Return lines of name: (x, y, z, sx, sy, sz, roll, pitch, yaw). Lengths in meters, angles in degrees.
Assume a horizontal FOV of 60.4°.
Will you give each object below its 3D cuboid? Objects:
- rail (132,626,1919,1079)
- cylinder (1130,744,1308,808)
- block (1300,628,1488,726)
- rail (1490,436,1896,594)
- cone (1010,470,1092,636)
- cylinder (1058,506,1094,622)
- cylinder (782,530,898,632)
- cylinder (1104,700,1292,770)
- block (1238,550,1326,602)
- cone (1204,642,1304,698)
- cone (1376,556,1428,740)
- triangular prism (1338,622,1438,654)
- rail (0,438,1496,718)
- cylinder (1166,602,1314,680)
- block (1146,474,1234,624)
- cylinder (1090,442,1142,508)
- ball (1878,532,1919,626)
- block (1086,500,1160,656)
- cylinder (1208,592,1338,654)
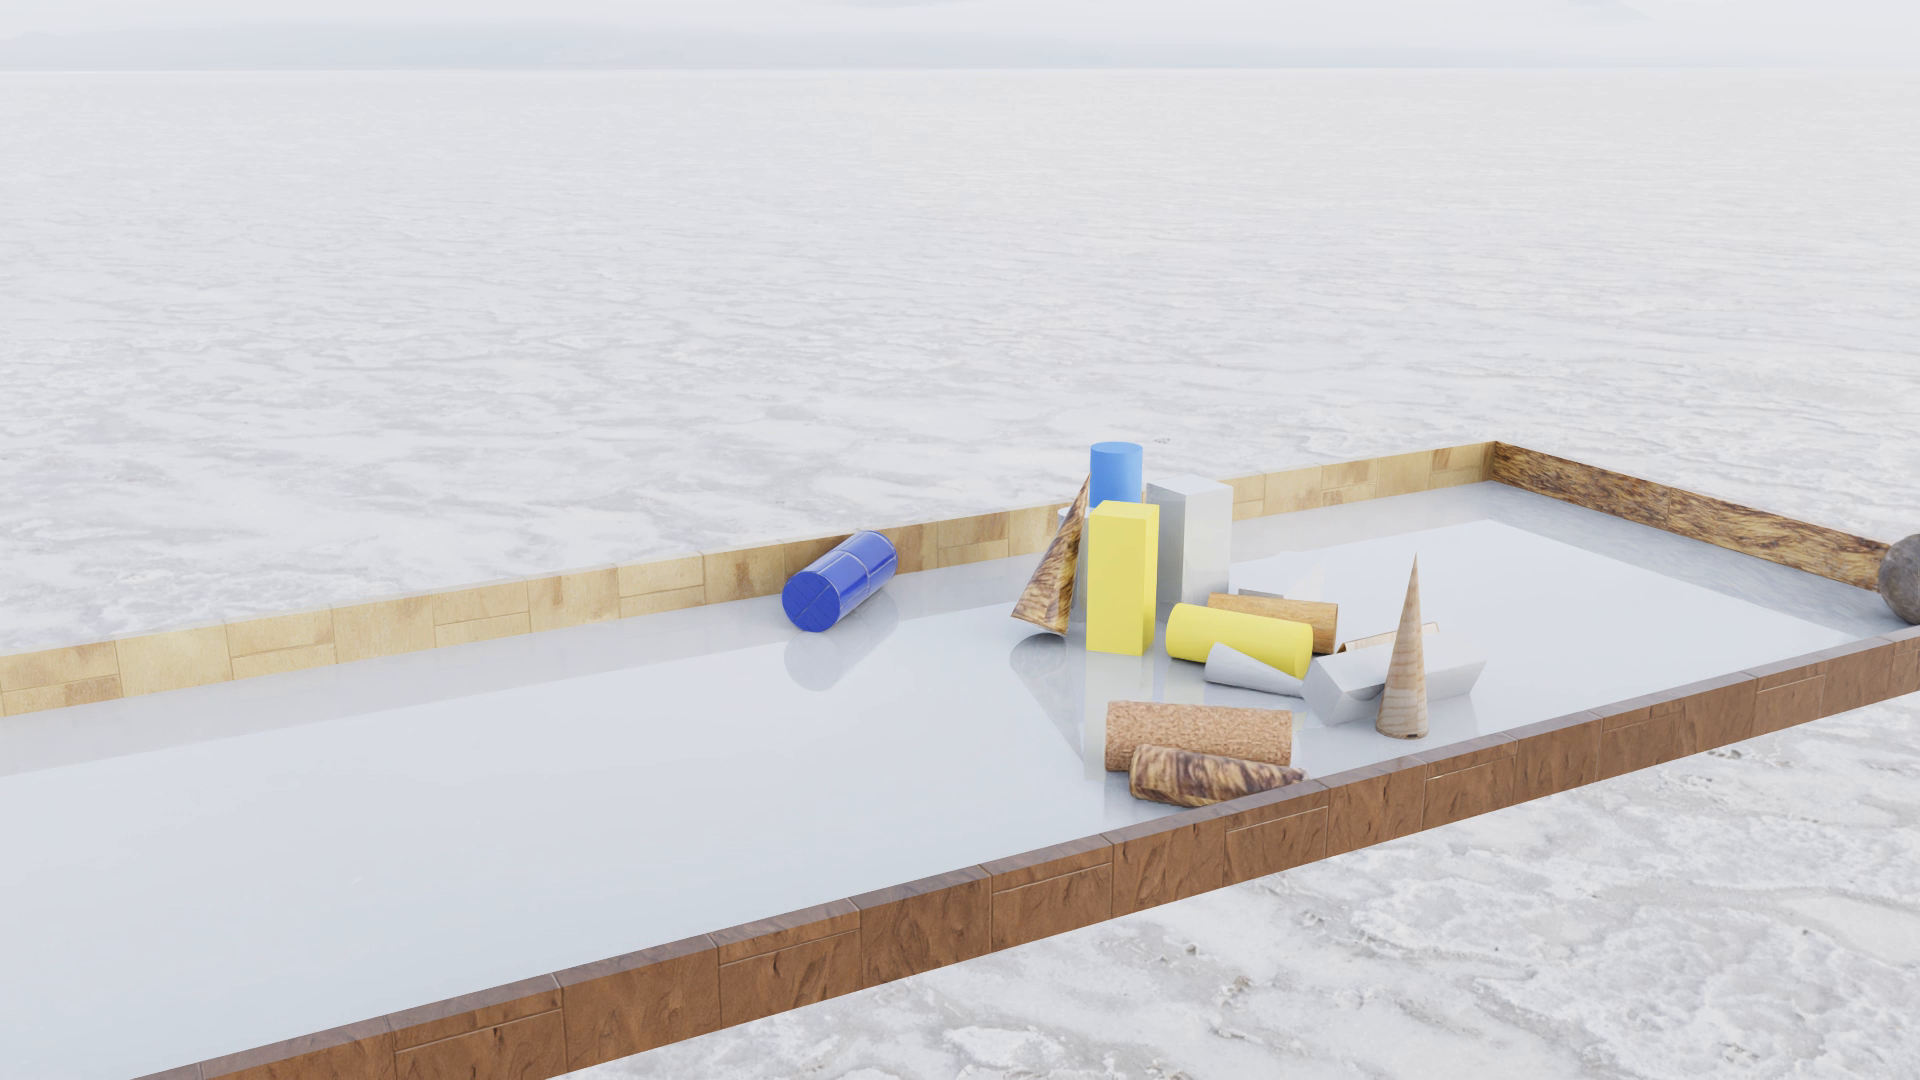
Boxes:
rail: (-2.336, 1.006, 1.665, 12.000, 0.150, 0.050, -9, 18, -27)
cylinder: (0.538, 0.506, 3.432, 0.353, 0.113, 0.113, 7, 18, 22)
block: (1.045, 0.327, 3.969, 0.452, 0.115, 0.115, -8, 44, -27)
rail: (2.466, -0.048, 5.253, 0.050, 0.150, 2.100, -9, 18, -27)
cone: (0.283, 0.021, 4.446, 0.162, 0.449, 0.162, 19, -5, 2)
cylinder: (0.330, 0.067, 4.593, 0.121, 0.301, 0.121, 0, 16, 0)
cylinder: (-0.334, 0.111, 4.670, 0.173, 0.173, 0.430, 6, 17, 18)
cylinder: (0.519, 0.437, 3.599, 0.394, 0.153, 0.153, 3, 17, 9)
block: (0.904, 0.148, 4.628, 0.125, 0.125, 0.407, 8, 18, 26)
cone: (0.800, 0.355, 4.057, 0.384, 0.103, 0.103, 17, 22, 25)
cone: (1.031, 0.233, 3.788, 0.122, 0.437, 0.122, 0, 16, 0)
triangular prism: (1.091, 0.283, 4.195, 0.317, 0.104, 0.121, -9, 19, -29)
rail: (-3.305, 0.497, 3.399, 12.000, 0.150, 0.050, -9, 18, -27)
cylinder: (0.714, 0.258, 4.223, 0.344, 0.143, 0.143, 9, 19, 28)
block: (0.629, 0.031, 4.569, 0.168, 0.383, 0.168, -10, 19, -31)
cylinder: (0.457, -0.072, 4.867, 0.152, 0.413, 0.152, 0, 16, 0)
ball: (2.668, 0.107, 4.527, 0.262, 0.262, 0.262, 0, 16, 0)
block: (0.429, 0.099, 4.357, 0.151, 0.372, 0.151, 6, 17, 18)
cylinder: (0.826, 0.219, 4.370, 0.331, 0.133, 0.133, 5, 17, 16)
